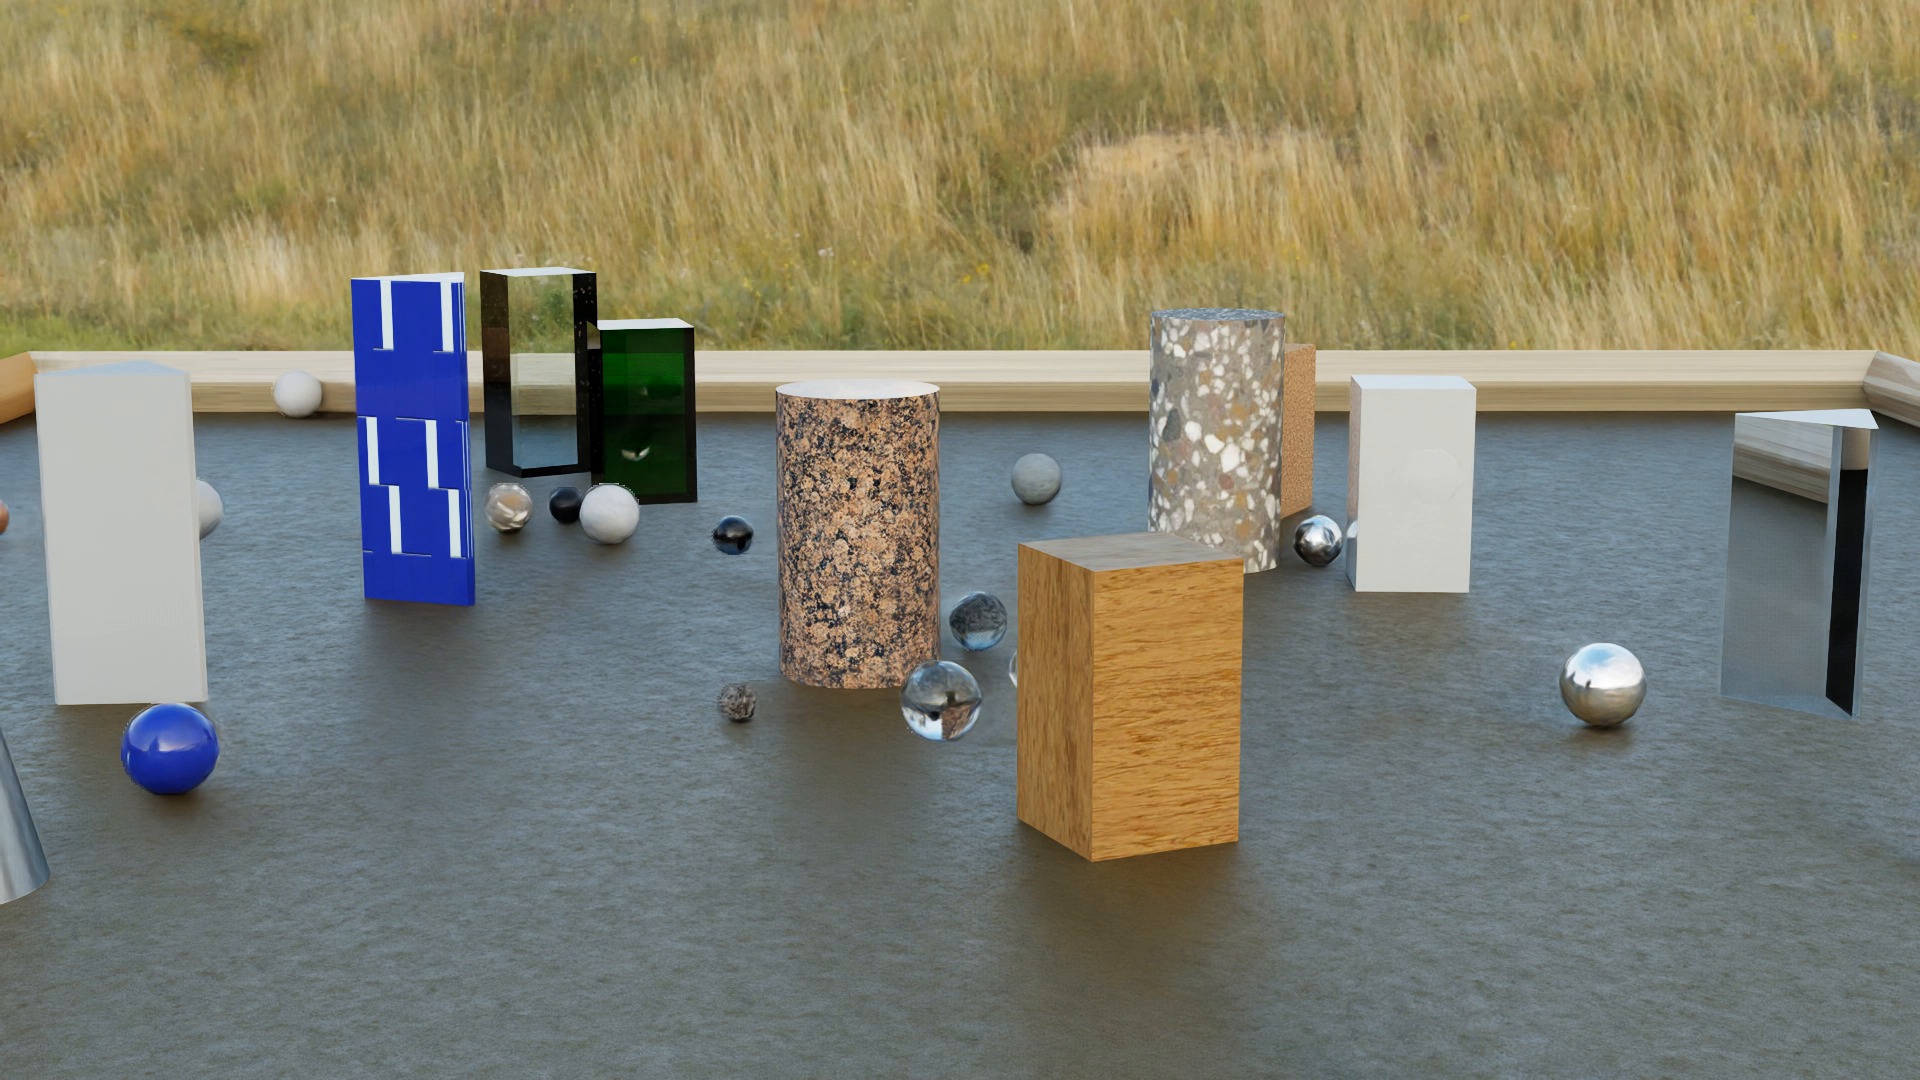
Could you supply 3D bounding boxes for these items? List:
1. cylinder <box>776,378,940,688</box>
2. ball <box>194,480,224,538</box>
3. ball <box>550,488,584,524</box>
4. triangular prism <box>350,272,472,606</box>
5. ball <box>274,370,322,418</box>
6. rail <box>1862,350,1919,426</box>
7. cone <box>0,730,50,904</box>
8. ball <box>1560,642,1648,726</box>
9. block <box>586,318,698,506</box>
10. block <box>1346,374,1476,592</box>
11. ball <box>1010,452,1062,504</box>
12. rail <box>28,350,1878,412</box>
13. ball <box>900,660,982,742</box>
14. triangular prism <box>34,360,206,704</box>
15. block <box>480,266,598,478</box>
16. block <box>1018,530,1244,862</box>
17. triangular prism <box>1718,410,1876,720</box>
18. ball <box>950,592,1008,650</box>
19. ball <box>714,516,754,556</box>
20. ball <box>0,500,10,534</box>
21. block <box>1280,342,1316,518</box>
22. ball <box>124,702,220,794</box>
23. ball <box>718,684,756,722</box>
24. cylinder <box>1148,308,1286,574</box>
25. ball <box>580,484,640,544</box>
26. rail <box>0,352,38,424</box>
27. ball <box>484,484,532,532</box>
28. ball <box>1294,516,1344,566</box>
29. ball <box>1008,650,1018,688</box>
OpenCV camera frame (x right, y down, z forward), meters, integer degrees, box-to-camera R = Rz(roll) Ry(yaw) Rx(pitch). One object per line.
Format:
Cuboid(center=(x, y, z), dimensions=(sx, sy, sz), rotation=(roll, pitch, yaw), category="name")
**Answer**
Cuboid(center=(-0.122, -0.011, 3.097), dimensions=(0.196, 0.345, 0.196), rotation=(0, 11, 0), category="cylinder")
Cuboid(center=(-1.193, -0.048, 3.988), dimensions=(0.092, 0.092, 0.092), rotation=(0, 11, 0), category="ball")
Cuboid(center=(-0.631, -0.055, 4.120), dimensions=(0.057, 0.057, 0.057), rotation=(0, 11, 0), category="ball")
Cuboid(center=(-0.721, -0.145, 3.555), dimensions=(0.170, 0.440, 0.147), rotation=(4, 11, 19), category="triangular prism")
Cuboid(center=(-1.381, -0.304, 5.350), dimensions=(0.098, 0.098, 0.098), rotation=(0, 11, 0), category="ball")
Cuboid(center=(1.937, 0.031, 3.460), dimensions=(0.045, 0.127, 4.065), rotation=(0, 11, 0), category="rail")
Cuboid(center=(-0.923, 0.108, 2.272), dimensions=(0.196, 0.411, 0.196), rotation=(0, 11, 0), category="cone")
Cuboid(center=(0.716, 0.161, 2.855), dimensions=(0.094, 0.094, 0.094), rotation=(0, 11, 0), category="ball")
Cuboid(center=(-0.539, -0.219, 4.350), dimensions=(0.157, 0.296, 0.157), rotation=(-3, 11, -16), category="block")
Cuboid(center=(0.637, -0.082, 3.640), dimensions=(0.157, 0.286, 0.157), rotation=(1, 11, 3), category="block")
Cuboid(center=(0.128, -0.103, 4.296), dimensions=(0.087, 0.087, 0.087), rotation=(0, 11, 0), category="ball")
Cuboid(center=(-0.012, -0.333, 5.424), dimensions=(3.922, 0.127, 0.045), rotation=(0, 11, 0), category="rail")
Cuboid(center=(-0.021, 0.175, 2.794), dimensions=(0.088, 0.088, 0.088), rotation=(0, 11, 0), category="ball")
Cuboid(center=(-0.965, -0.013, 3.004), dimensions=(0.170, 0.381, 0.147), rotation=(-1, 11, -4), category="triangular prism")
Cuboid(center=(-0.760, -0.306, 4.647), dimensions=(0.157, 0.359, 0.157), rotation=(-7, 13, -33), category="block")
Cuboid(center=(0.160, 0.144, 2.452), dimensions=(0.157, 0.274, 0.157), rotation=(-5, 12, -24), category="block")
Cuboid(center=(1.000, 0.020, 2.963), dimensions=(0.147, 0.331, 0.170), rotation=(-10, 15, -44), category="triangular prism")
Cuboid(center=(0.024, 0.102, 3.228), dimensions=(0.074, 0.074, 0.074), rotation=(0, 11, 0), category="ball")
Cuboid(center=(-0.341, -0.007, 3.854), dimensions=(0.060, 0.060, 0.060), rotation=(0, 11, 0), category="ball")
Cuboid(center=(-1.512, -0.036, 3.982), dimensions=(0.070, 0.070, 0.070), rotation=(0, 11, 0), category="ball")
Cuboid(center=(0.484, -0.185, 4.238), dimensions=(0.157, 0.270, 0.157), rotation=(5, 12, 27), category="block")
Cuboid(center=(-0.797, 0.210, 2.592), dimensions=(0.093, 0.093, 0.093), rotation=(0, 11, 0), category="ball")
Cuboid(center=(-0.249, 0.183, 2.878), dimensions=(0.042, 0.042, 0.042), rotation=(0, 11, 0), category="ball")
Cuboid(center=(0.376, -0.149, 3.776), dimensions=(0.196, 0.367, 0.196), rotation=(0, 11, 0), category="cylinder")
Cuboid(center=(-0.539, -0.039, 3.945), dimensions=(0.091, 0.091, 0.091), rotation=(0, 11, 0), category="ball")
Cuboid(center=(-1.937, 0.035, 3.438), dimensions=(0.045, 0.127, 4.065), rotation=(0, 11, 0), category="rail")
Cuboid(center=(-0.713, -0.050, 4.046), dimensions=(0.075, 0.075, 0.075), rotation=(0, 11, 0), category="ball")
Cuboid(center=(0.527, 0.001, 3.774), dimensions=(0.073, 0.073, 0.073), rotation=(0, 11, 0), category="ball")
Cuboid(center=(0.087, 0.151, 3.000), dimensions=(0.061, 0.061, 0.061), rotation=(0, 11, 0), category="ball")
